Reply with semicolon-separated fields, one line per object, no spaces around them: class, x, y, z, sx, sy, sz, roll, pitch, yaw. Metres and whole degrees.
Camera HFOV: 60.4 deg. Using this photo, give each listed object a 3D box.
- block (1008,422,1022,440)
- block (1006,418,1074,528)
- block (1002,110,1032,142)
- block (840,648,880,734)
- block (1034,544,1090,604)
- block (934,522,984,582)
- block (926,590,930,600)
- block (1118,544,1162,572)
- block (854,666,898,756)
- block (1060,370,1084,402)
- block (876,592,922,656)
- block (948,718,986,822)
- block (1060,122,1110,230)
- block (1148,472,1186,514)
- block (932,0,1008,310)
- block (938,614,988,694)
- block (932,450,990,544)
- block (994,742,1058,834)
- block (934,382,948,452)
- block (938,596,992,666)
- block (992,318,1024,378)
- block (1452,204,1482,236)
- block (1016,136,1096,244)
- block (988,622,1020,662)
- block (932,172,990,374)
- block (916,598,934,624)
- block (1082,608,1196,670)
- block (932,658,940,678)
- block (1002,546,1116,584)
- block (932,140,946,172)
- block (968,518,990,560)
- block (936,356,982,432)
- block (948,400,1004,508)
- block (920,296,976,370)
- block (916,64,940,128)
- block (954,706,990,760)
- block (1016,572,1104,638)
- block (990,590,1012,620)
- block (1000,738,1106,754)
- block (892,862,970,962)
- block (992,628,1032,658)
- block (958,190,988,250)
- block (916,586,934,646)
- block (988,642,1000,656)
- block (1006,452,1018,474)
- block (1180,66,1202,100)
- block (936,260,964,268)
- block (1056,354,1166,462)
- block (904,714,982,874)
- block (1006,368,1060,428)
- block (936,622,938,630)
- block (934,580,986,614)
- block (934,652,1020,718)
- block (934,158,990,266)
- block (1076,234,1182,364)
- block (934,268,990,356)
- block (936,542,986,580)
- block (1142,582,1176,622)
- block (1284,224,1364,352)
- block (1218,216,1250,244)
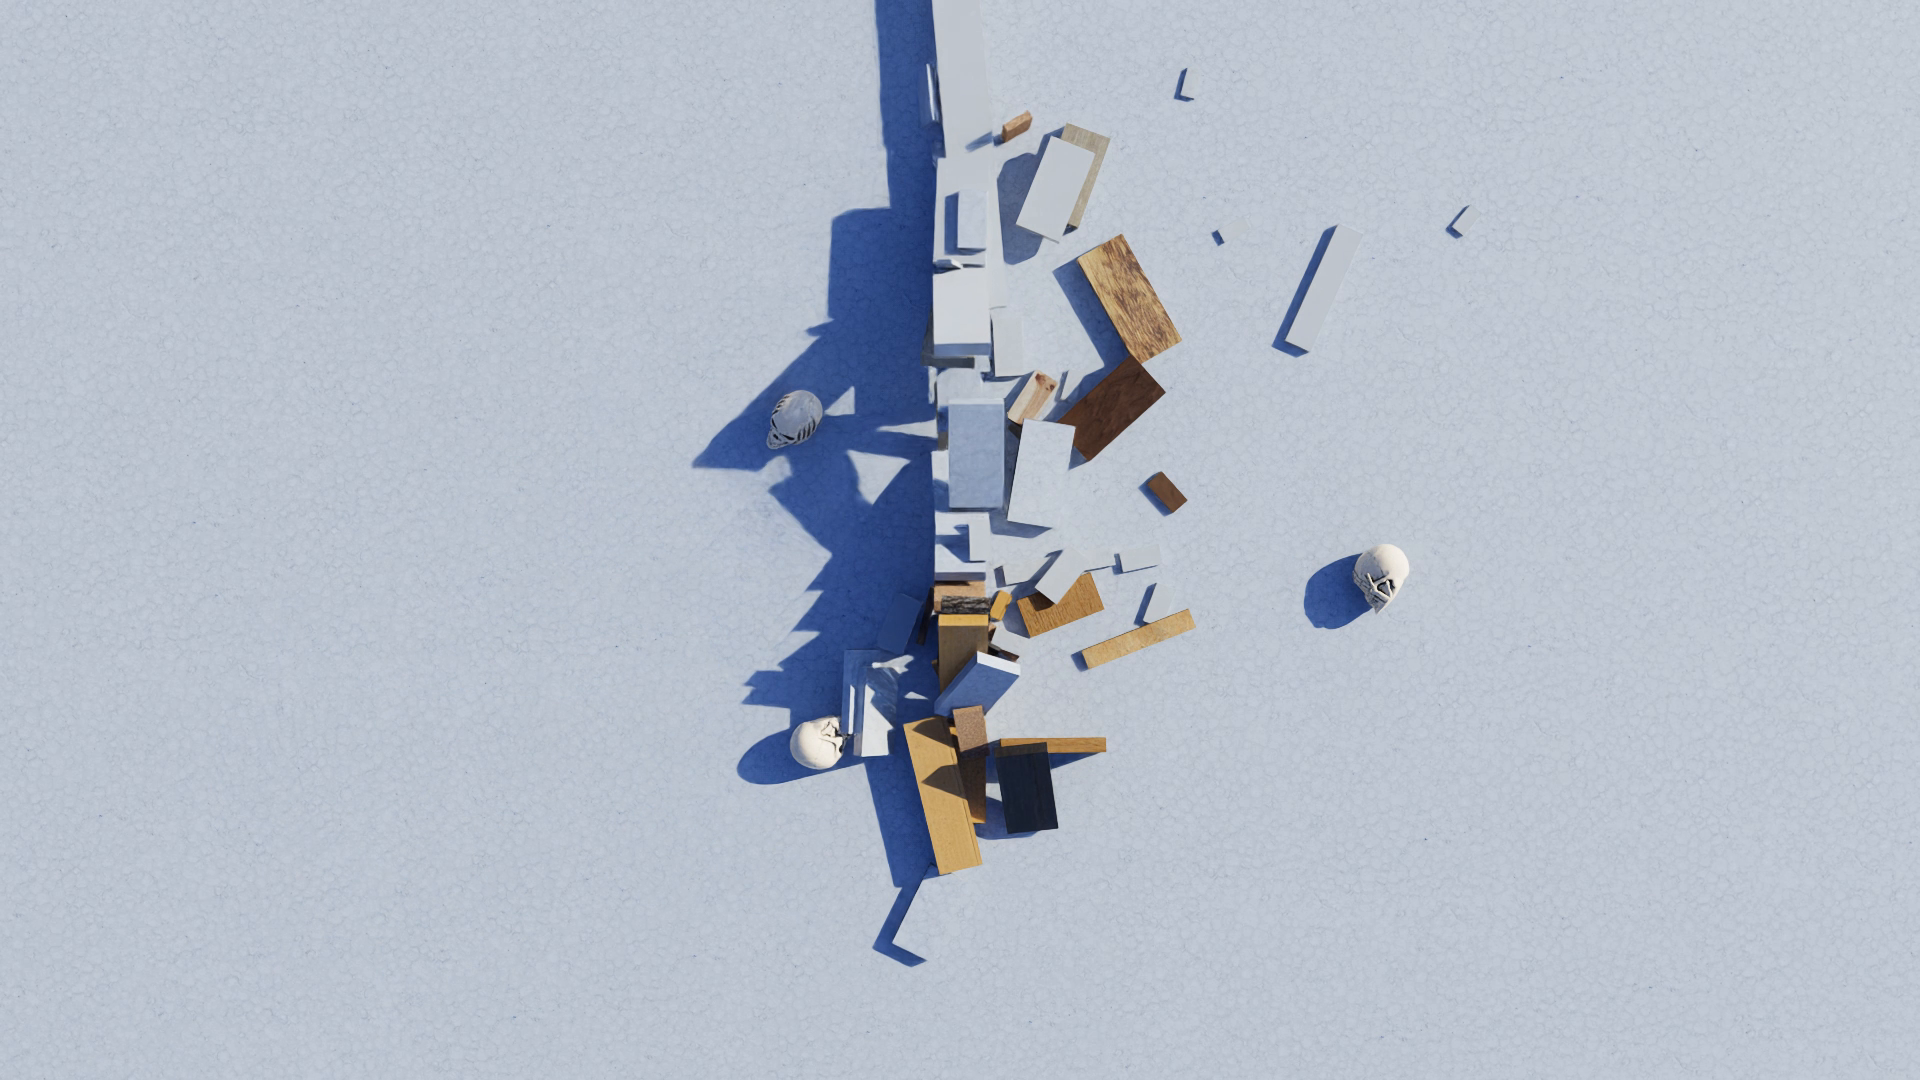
block;0.210;-0.356;5.493;0.101;0.014;0.050;44;90;0
block;0.265;-0.221;5.444;0.170;0.048;0.340;9;100;-2
block;0.185;-1.355;5.406;0.093;0.186;0.026;-30;93;1
block;-0.327;0.497;5.438;0.037;0.131;0.272;3;90;42
block;0.340;0.116;5.455;0.091;0.026;0.182;38;84;10
block;-0.002;-0.010;5.385;0.162;0.046;0.323;1;53;0
block;-0.052;0.195;5.492;0.113;0.016;0.057;13;90;0
block;0.601;0.060;5.491;0.134;0.019;0.067;-12;90;0
block;-0.276;0.562;5.434;0.041;0.145;0.290;3;90;44
block;0.373;-0.512;5.493;0.050;0.014;0.101;17;90;0
block;-0.202;0.277;5.478;0.095;0.027;0.190;22;94;2
block;0.000;0.765;5.476;0.170;0.048;0.340;0;90;0
block;0.373;-1.208;5.478;0.156;0.044;0.312;20;90;0
block;0.690;-0.159;5.491;0.065;0.018;0.131;-42;90;0
block;0.023;-1.368;5.412;0.156;0.044;1.226;-5;90;-1
block;0.011;0.408;5.305;0.153;0.481;0.043;0;49;0
block;0.001;-0.143;5.368;0.173;0.049;0.346;-2;53;-2
block;0.218;0.811;5.379;0.170;0.048;0.340;-7;124;4
block;-0.007;-0.396;5.389;0.140;0.040;0.280;-4;134;0
block;0.011;0.293;5.242;0.153;0.307;0.043;3;49;-2
block;0.160;-0.640;5.487;0.095;0.027;0.190;-3;90;0
block;1.687;-1.065;5.493;0.049;0.014;0.097;40;90;0
block;0.314;-1.153;5.434;0.156;0.044;0.312;22;90;0
block;0.140;0.340;5.491;0.149;0.018;0.063;35;90;0
block;0.003;-0.869;5.361;0.167;0.047;0.653;-2;90;0
block;-0.135;0.242;5.493;0.046;0.013;0.093;-39;90;0
block;0.593;0.328;5.477;0.380;0.019;0.067;-22;94;3
block;-0.028;0.451;5.448;0.076;0.022;0.152;-22;116;12
block;0.329;0.084;5.491;0.370;0.018;0.065;-10;90;0
block;-0.024;-1.200;5.449;0.120;0.034;0.239;-5;90;0
block;0.063;0.000;5.237;0.065;0.018;0.131;-2;88;-2
block;-0.002;-0.485;5.224;0.140;0.040;0.280;-1;101;0
block;0.051;-0.274;5.234;0.173;0.049;0.346;-1;113;-1
block;-0.019;-0.666;5.191;0.167;0.334;0.047;4;135;6
block;-0.107;-1.468;5.452;0.026;0.093;0.186;-6;90;-25
block;0.038;0.630;5.390;0.095;0.027;0.190;-9;122;0
block;0.334;0.216;5.481;0.263;0.037;0.131;-21;90;0
block;0.135;0.217;5.493;0.046;0.013;0.093;26;90;0
block;0.303;0.674;5.413;0.340;0.170;0.048;-1;82;0
block;-0.097;1.236;5.479;0.145;0.041;0.290;26;90;0
block;0.169;0.340;5.473;0.125;0.018;0.063;20;90;0
block;0.040;-1.025;5.278;0.093;0.026;0.186;1;90;-1
block;-0.108;0.249;5.438;0.027;0.095;0.190;14;92;0
block;0.067;0.355;5.472;0.125;0.018;0.063;26;134;0
block;0.259;-0.267;5.479;0.190;0.027;0.095;-22;99;0
block;0.769;-1.522;5.493;0.049;0.014;0.097;15;90;0
block;-0.031;-0.882;5.280;0.050;0.101;0.014;2;89;22
block;0.497;-0.436;5.451;0.340;0.048;0.170;-42;90;8
block;-0.056;0.836;5.431;0.145;0.041;0.507;-14;90;0
block;0.242;-0.463;5.478;0.095;0.027;0.190;33;85;0
block;-0.006;0.283;5.399;0.091;0.182;0.026;-1;86;16
block;0.000;0.139;5.346;0.162;0.323;0.046;1;118;0
block;0.054;0.481;5.323;0.153;0.307;0.043;19;45;-20
block;0.005;-1.055;5.314;0.167;0.047;0.334;3;90;-1
block;0.561;-0.795;5.476;0.170;0.048;0.407;-29;90;0
block;0.004;-0.718;5.178;0.173;0.395;0.049;-1;134;0
block;0.001;-0.015;5.332;0.162;0.046;0.323;0;53;-1
block;0.663;0.217;5.491;0.067;0.019;0.134;21;90;0
block;1.210;-0.838;5.487;0.091;0.026;0.427;24;90;0
block;0.912;-1.033;5.493;0.097;0.014;0.049;-28;90;0
